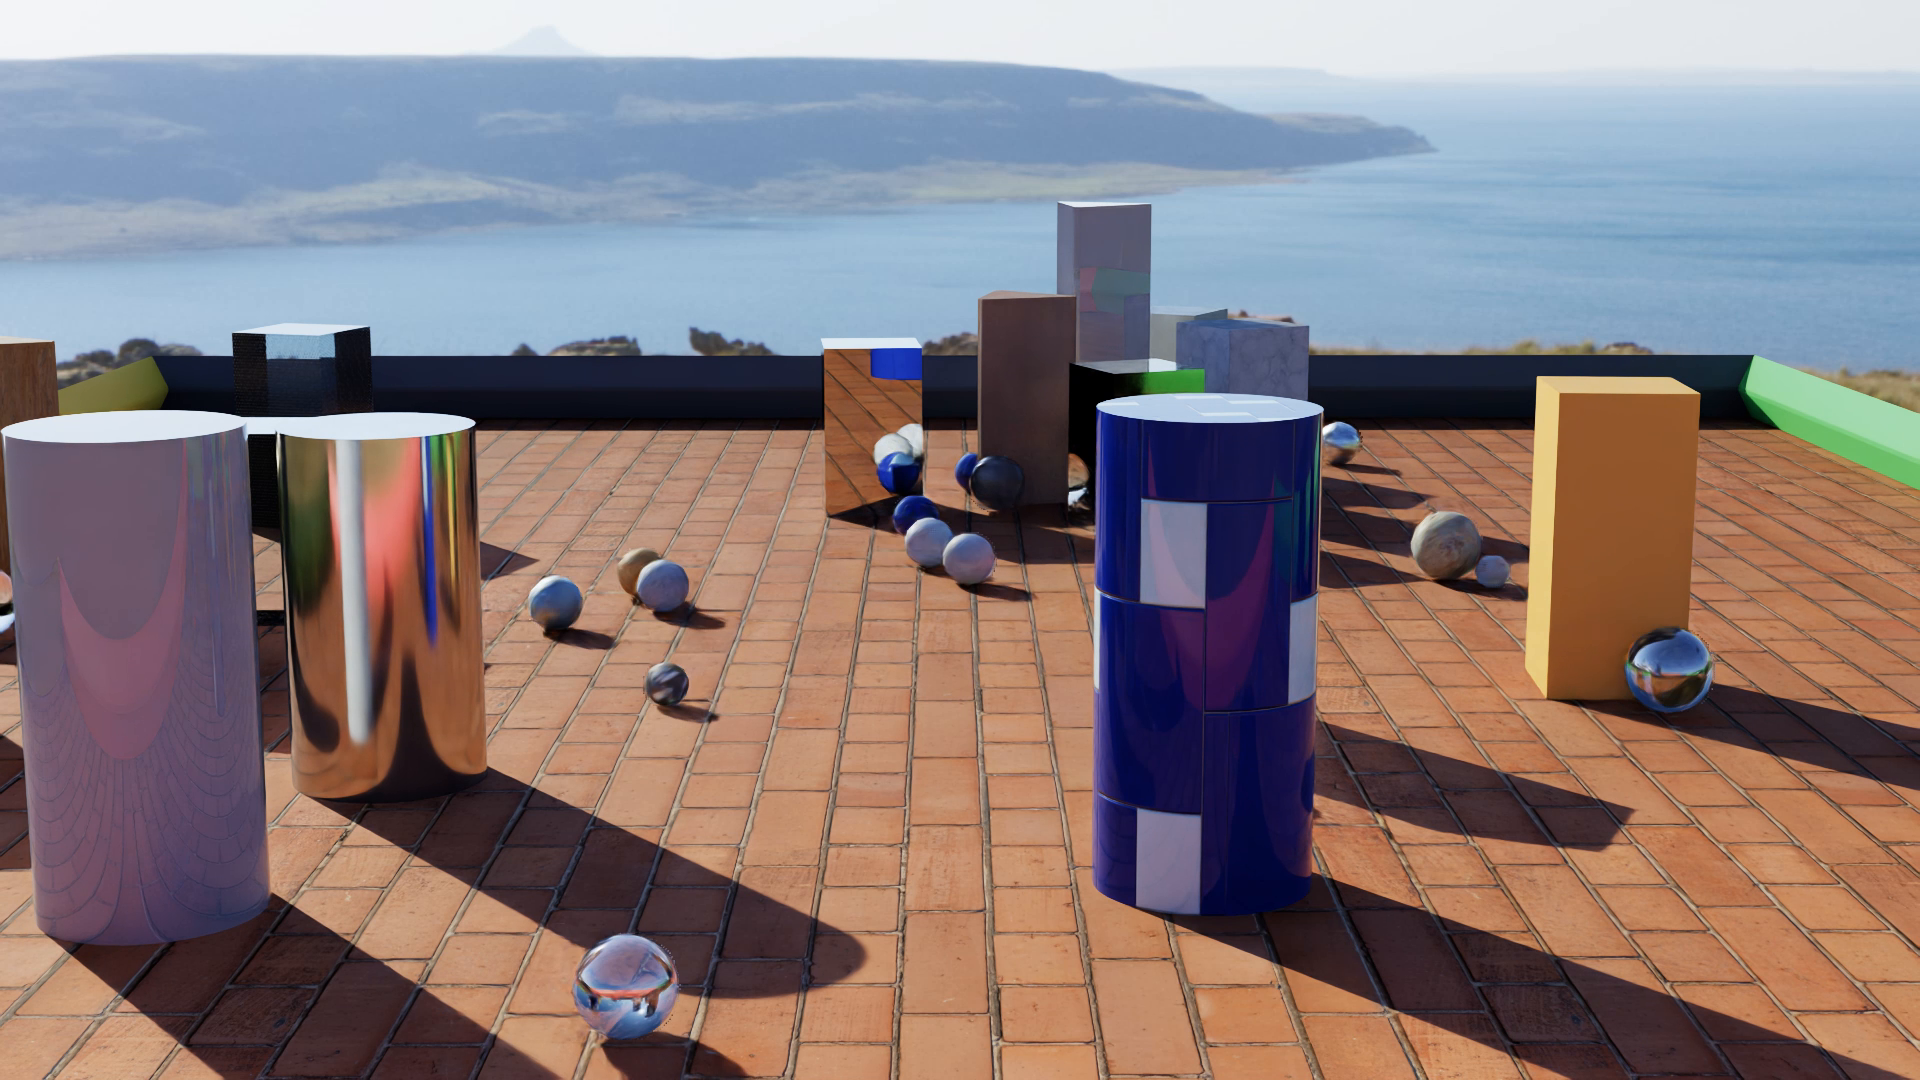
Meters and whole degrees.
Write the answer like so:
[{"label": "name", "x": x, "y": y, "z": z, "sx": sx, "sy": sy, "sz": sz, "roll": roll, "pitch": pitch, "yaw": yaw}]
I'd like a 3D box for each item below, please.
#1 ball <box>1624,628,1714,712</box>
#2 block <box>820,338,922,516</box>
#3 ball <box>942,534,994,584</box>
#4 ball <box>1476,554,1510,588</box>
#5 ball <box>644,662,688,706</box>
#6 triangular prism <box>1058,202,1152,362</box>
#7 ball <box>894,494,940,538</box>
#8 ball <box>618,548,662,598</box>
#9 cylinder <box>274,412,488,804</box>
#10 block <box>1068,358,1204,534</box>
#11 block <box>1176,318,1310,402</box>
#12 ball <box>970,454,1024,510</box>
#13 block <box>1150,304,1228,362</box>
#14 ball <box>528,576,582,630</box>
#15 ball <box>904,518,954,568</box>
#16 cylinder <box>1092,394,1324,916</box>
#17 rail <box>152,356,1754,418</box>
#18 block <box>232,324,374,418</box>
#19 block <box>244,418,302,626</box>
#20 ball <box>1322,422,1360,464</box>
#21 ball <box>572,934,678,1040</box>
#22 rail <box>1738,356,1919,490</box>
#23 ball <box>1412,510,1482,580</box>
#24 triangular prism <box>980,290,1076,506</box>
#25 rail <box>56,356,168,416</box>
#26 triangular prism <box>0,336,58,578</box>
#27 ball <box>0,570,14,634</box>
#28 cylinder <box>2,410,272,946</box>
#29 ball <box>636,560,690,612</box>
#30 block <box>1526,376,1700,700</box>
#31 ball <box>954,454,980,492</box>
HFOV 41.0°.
[{"label": "ball", "x": 0.807, "y": 0.148, "z": 2.920, "sx": 0.097, "sy": 0.097, "sz": 0.097, "roll": 0, "pitch": 10, "yaw": 0}, {"label": "block", "x": -0.147, "y": -0.189, "z": 4.251, "sx": 0.158, "sy": 0.275, "sz": 0.158, "roll": -1, "pitch": 11, "yaw": -5}, {"label": "ball", "x": 0.012, "y": 0.027, "z": 3.640, "sx": 0.073, "sy": 0.073, "sz": 0.073, "roll": 0, "pitch": 10, "yaw": 0}, {"label": "ball", "x": 0.751, "y": 0.044, "z": 3.618, "sx": 0.047, "sy": 0.047, "sz": 0.047, "roll": 0, "pitch": 10, "yaw": 0}, {"label": "ball", "x": -0.337, "y": 0.166, "z": 2.952, "sx": 0.050, "sy": 0.050, "sz": 0.050, "roll": 0, "pitch": 10, "yaw": 0}, {"label": "triangular prism", "x": 0.221, "y": -0.348, "z": 4.525, "sx": 0.171, "sy": 0.488, "sz": 0.148, "roll": -8, "pitch": 13, "yaw": -37}, {"label": "ball", "x": -0.068, "y": -0.035, "z": 3.976, "sx": 0.072, "sy": 0.072, "sz": 0.072, "roll": 0, "pitch": 10, "yaw": 0}, {"label": "ball", "x": -0.440, "y": 0.046, "z": 3.552, "sx": 0.069, "sy": 0.069, "sz": 0.069, "roll": 0, "pitch": 10, "yaw": 0}, {"label": "cylinder", "x": -0.590, "y": 0.065, "z": 2.627, "sx": 0.198, "sy": 0.367, "sz": 0.198, "roll": 0, "pitch": 10, "yaw": 0}, {"label": "block", "x": 0.278, "y": -0.147, "z": 4.069, "sx": 0.158, "sy": 0.259, "sz": 0.158, "roll": -4, "pitch": 11, "yaw": -23}, {"label": "block", "x": 0.470, "y": -0.212, "z": 4.300, "sx": 0.158, "sy": 0.302, "sz": 0.158, "roll": -6, "pitch": 12, "yaw": -28}, {"label": "ball", "x": 0.061, "y": -0.095, "z": 4.235, "sx": 0.091, "sy": 0.091, "sz": 0.091, "roll": 0, "pitch": 10, "yaw": 0}, {"label": "block", "x": 0.389, "y": -0.284, "z": 4.746, "sx": 0.158, "sy": 0.282, "sz": 0.158, "roll": 5, "pitch": 12, "yaw": 27}, {"label": "ball", "x": -0.528, "y": 0.083, "z": 3.346, "sx": 0.071, "sy": 0.071, "sz": 0.071, "roll": 0, "pitch": 10, "yaw": 0}, {"label": "ball", "x": -0.045, "y": 0.003, "z": 3.768, "sx": 0.073, "sy": 0.073, "sz": 0.073, "roll": 0, "pitch": 10, "yaw": 0}, {"label": "cylinder", "x": 0.218, "y": 0.096, "z": 2.282, "sx": 0.198, "sy": 0.431, "sz": 0.198, "roll": 0, "pitch": 10, "yaw": 0}, {"label": "rail", "x": -0.011, "y": -0.317, "z": 5.340, "sx": 3.346, "sy": 0.129, "sz": 0.045, "roll": 0, "pitch": 10, "yaw": 0}, {"label": "block", "x": -1.067, "y": -0.192, "z": 4.188, "sx": 0.158, "sy": 0.305, "sz": 0.158, "roll": 3, "pitch": 11, "yaw": 17}, {"label": "block", "x": -0.943, "y": -0.026, "z": 3.428, "sx": 0.158, "sy": 0.255, "sz": 0.158, "roll": 0, "pitch": 10, "yaw": -1}, {"label": "ball", "x": 0.700, "y": -0.179, "z": 4.736, "sx": 0.079, "sy": 0.079, "sz": 0.079, "roll": 0, "pitch": 10, "yaw": 0}, {"label": "ball", "x": -0.253, "y": 0.338, "z": 1.943, "sx": 0.079, "sy": 0.079, "sz": 0.079, "roll": 0, "pitch": 10, "yaw": 0}, {"label": "rail", "x": 1.649, "y": 0.031, "z": 3.458, "sx": 0.045, "sy": 0.129, "sz": 3.893, "roll": 0, "pitch": 10, "yaw": 0}, {"label": "ball", "x": 0.696, "y": 0.008, "z": 3.673, "sx": 0.099, "sy": 0.099, "sz": 0.099, "roll": 0, "pitch": 10, "yaw": 0}, {"label": "triangular prism", "x": 0.090, "y": -0.244, "z": 4.350, "sx": 0.171, "sy": 0.347, "sz": 0.148, "roll": -4, "pitch": 11, "yaw": -18}, {"label": "rail", "x": -1.649, "y": 0.035, "z": 3.439, "sx": 0.045, "sy": 0.129, "sz": 3.893, "roll": 0, "pitch": 10, "yaw": 0}, {"label": "triangular prism", "x": -1.358, "y": -0.106, "z": 3.596, "sx": 0.171, "sy": 0.352, "sz": 0.148, "roll": -5, "pitch": 12, "yaw": -25}, {"label": "ball", "x": -1.258, "y": 0.079, "z": 3.295, "sx": 0.096, "sy": 0.096, "sz": 0.096, "roll": 0, "pitch": 10, "yaw": 0}, {"label": "cylinder", "x": -0.706, "y": 0.113, "z": 2.208, "sx": 0.198, "sy": 0.426, "sz": 0.198, "roll": 0, "pitch": 10, "yaw": 0}, {"label": "ball", "x": -0.401, "y": 0.062, "z": 3.459, "sx": 0.070, "sy": 0.070, "sz": 0.070, "roll": 0, "pitch": 10, "yaw": 0}, {"label": "block", "x": 0.766, "y": -0.005, "z": 3.027, "sx": 0.158, "sy": 0.359, "sz": 0.158, "roll": 1, "pitch": 11, "yaw": 3}, {"label": "ball", "x": 0.024, "y": -0.117, "z": 4.432, "sx": 0.067, "sy": 0.067, "sz": 0.067, "roll": 0, "pitch": 10, "yaw": 0}]
